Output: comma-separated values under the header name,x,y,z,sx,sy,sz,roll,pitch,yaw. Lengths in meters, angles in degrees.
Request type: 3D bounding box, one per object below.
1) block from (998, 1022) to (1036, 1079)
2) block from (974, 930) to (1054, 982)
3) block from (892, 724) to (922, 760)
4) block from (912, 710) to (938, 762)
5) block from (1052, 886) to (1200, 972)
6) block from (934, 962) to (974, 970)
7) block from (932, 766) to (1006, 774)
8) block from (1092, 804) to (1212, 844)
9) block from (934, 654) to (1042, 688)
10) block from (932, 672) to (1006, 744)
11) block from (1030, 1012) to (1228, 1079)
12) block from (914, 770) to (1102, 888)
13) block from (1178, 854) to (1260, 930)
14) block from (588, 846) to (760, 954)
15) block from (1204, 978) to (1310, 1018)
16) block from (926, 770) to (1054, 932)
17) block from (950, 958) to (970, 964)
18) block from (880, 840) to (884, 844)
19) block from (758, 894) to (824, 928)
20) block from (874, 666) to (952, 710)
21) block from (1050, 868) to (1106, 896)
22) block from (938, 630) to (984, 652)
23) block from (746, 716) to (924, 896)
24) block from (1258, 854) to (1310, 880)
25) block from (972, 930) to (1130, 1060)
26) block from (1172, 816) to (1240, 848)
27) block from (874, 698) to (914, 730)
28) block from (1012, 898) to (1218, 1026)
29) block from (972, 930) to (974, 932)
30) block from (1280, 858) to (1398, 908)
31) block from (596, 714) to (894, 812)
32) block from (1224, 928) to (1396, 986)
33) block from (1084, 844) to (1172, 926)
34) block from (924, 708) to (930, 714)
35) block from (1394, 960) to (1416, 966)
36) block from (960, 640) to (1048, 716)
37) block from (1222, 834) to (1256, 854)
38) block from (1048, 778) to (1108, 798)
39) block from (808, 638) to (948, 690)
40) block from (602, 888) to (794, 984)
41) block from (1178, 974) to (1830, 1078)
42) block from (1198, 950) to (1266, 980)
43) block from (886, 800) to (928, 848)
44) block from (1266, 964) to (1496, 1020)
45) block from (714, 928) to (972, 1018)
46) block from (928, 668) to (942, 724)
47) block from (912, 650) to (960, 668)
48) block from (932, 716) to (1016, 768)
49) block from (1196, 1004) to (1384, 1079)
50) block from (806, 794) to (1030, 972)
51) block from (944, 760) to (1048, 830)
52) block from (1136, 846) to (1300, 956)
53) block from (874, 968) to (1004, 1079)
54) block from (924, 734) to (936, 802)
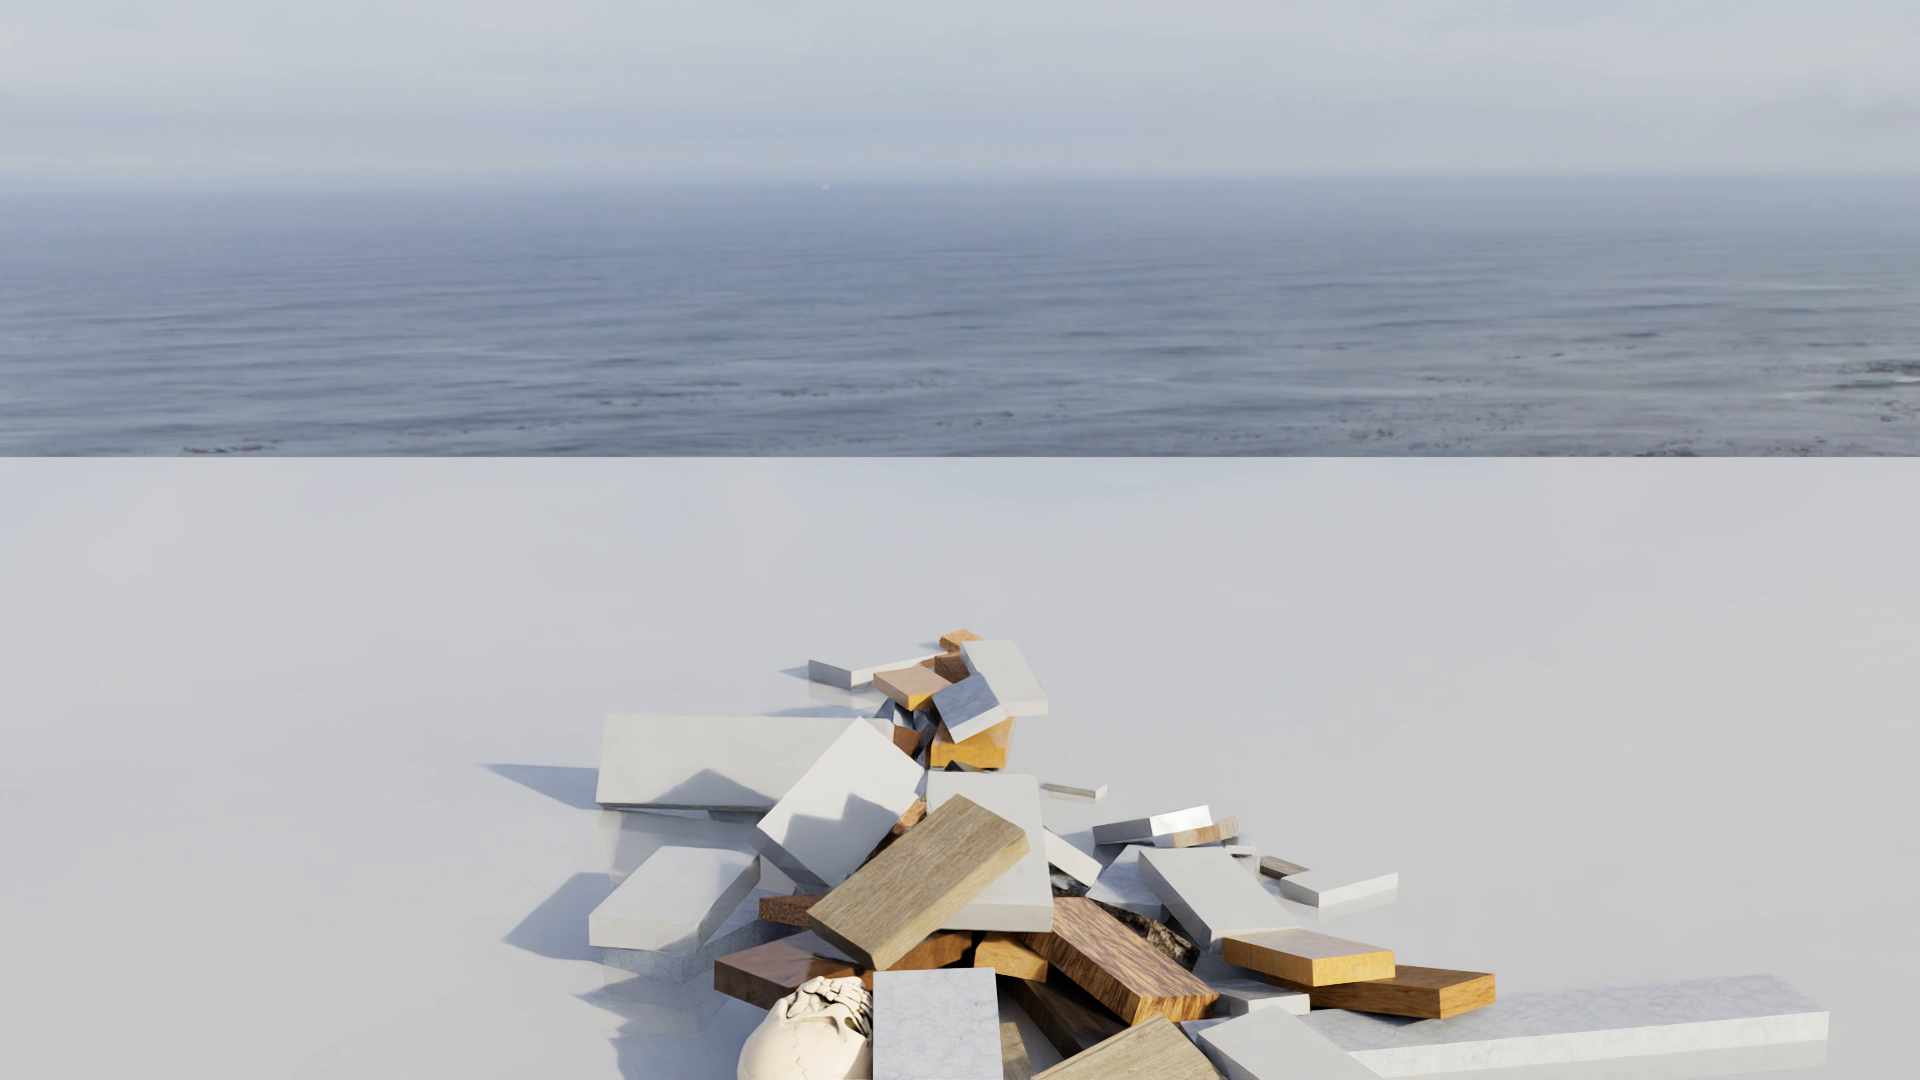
name,x,y,z,sx,sy,sz,roll,pitch,yaw
block,0.016,0.717,2.863,0.161,0.046,0.321,-1,11,-7
block,0.096,0.595,3.250,0.106,0.030,0.211,9,9,12
block,-0.139,0.425,4.062,0.085,0.171,0.024,15,-9,16
block,-0.107,0.412,4.214,0.024,0.171,0.086,35,3,-14
block,0.228,0.590,3.377,0.262,0.037,0.131,11,-20,45
block,-0.035,0.644,3.073,0.161,0.046,0.321,-1,-1,0
block,0.014,0.481,3.949,0.136,0.039,0.272,0,26,0
block,0.333,0.498,3.842,0.114,0.032,0.229,-9,-7,-24
block,0.054,0.278,4.432,0.130,0.037,0.267,-4,13,-19
block,0.015,0.313,4.123,0.107,0.030,0.213,-26,16,-3
block,0.214,0.700,2.786,0.139,0.039,0.277,42,32,27
block,0.078,0.468,3.562,0.293,0.042,0.147,35,-16,-27
block,0.424,0.571,3.580,0.091,0.026,0.280,2,14,15
block,-0.443,0.561,3.458,0.168,0.048,0.337,2,11,11
block,0.408,0.652,3.125,0.095,0.027,0.190,-1,-4,-21
block,0.040,0.458,3.266,0.167,0.047,0.334,3,27,-4
block,-0.017,0.636,3.381,0.054,0.015,0.109,-1,11,-5
block,-0.227,0.520,3.976,0.186,0.026,0.093,1,11,7
block,-0.191,0.578,3.395,0.229,0.032,0.114,0,-4,43
block,-0.086,0.291,4.330,0.107,0.030,0.213,-7,11,-20
block,0.157,0.577,3.665,0.190,0.027,0.095,-10,15,-43
block,0.052,0.268,5.175,0.187,0.027,0.094,27,24,30
block,-0.196,0.450,3.681,0.168,0.048,0.337,39,40,5
block,0.548,0.564,3.768,0.050,0.014,0.101,-8,13,-37
block,0.163,0.657,3.136,0.139,0.039,0.520,3,10,-18
block,0.427,0.505,3.805,0.095,0.027,0.254,-13,-7,9
block,-0.157,0.401,4.260,0.046,0.161,0.321,37,8,-7
block,0.212,0.601,3.157,0.152,0.043,0.304,7,14,-39
block,0.053,0.623,3.433,0.054,0.015,0.109,6,10,-7
block,0.636,0.574,3.686,0.182,0.026,0.091,-7,13,-34
block,-0.400,0.415,4.078,0.549,0.168,0.048,0,-19,13
block,0.502,0.603,3.183,0.131,0.037,0.262,-2,-2,-21
block,0.302,0.565,3.603,0.131,0.037,0.262,1,12,21
block,0.001,0.390,4.421,0.140,0.040,0.279,-1,25,-2
block,0.614,0.648,3.305,0.134,0.019,0.067,3,11,16
block,0.084,0.269,4.309,0.107,0.030,0.284,-2,22,-13
block,0.481,0.525,3.804,0.050,0.014,0.272,1,-3,6
block,0.227,0.477,4.238,0.101,0.014,0.050,6,12,29
block,-0.174,0.290,5.161,0.332,0.046,0.161,-9,14,-40
block,-0.401,0.611,3.440,0.152,0.043,0.304,6,12,30
block,0.759,0.682,3.061,0.903,0.041,0.144,-2,11,-11
block,0.458,0.639,3.336,0.182,0.026,0.091,3,11,16
block,-0.094,0.520,3.782,0.026,0.093,0.186,16,14,10
block,0.596,0.635,3.124,0.287,0.041,0.144,-4,-3,44
block,-0.161,0.591,3.111,0.152,0.043,0.359,9,12,42
block,0.007,0.316,4.438,0.139,0.040,0.279,0,12,-1
block,-0.036,0.281,4.941,0.130,0.037,0.259,-16,-5,-9
block,0.029,0.365,4.143,0.136,0.039,0.272,1,14,6
block,0.446,0.698,2.836,0.139,0.039,0.277,-11,24,-32
block,-0.058,0.482,3.104,0.293,0.042,0.147,-35,37,-28
block,0.078,0.472,3.832,0.229,0.032,0.114,40,8,31
block,0.401,0.563,3.450,0.147,0.042,0.300,1,16,-18
block,-0.029,0.658,2.777,0.161,0.046,0.321,-2,26,-1
block,0.003,0.434,4.136,0.136,0.039,0.272,0,25,0
